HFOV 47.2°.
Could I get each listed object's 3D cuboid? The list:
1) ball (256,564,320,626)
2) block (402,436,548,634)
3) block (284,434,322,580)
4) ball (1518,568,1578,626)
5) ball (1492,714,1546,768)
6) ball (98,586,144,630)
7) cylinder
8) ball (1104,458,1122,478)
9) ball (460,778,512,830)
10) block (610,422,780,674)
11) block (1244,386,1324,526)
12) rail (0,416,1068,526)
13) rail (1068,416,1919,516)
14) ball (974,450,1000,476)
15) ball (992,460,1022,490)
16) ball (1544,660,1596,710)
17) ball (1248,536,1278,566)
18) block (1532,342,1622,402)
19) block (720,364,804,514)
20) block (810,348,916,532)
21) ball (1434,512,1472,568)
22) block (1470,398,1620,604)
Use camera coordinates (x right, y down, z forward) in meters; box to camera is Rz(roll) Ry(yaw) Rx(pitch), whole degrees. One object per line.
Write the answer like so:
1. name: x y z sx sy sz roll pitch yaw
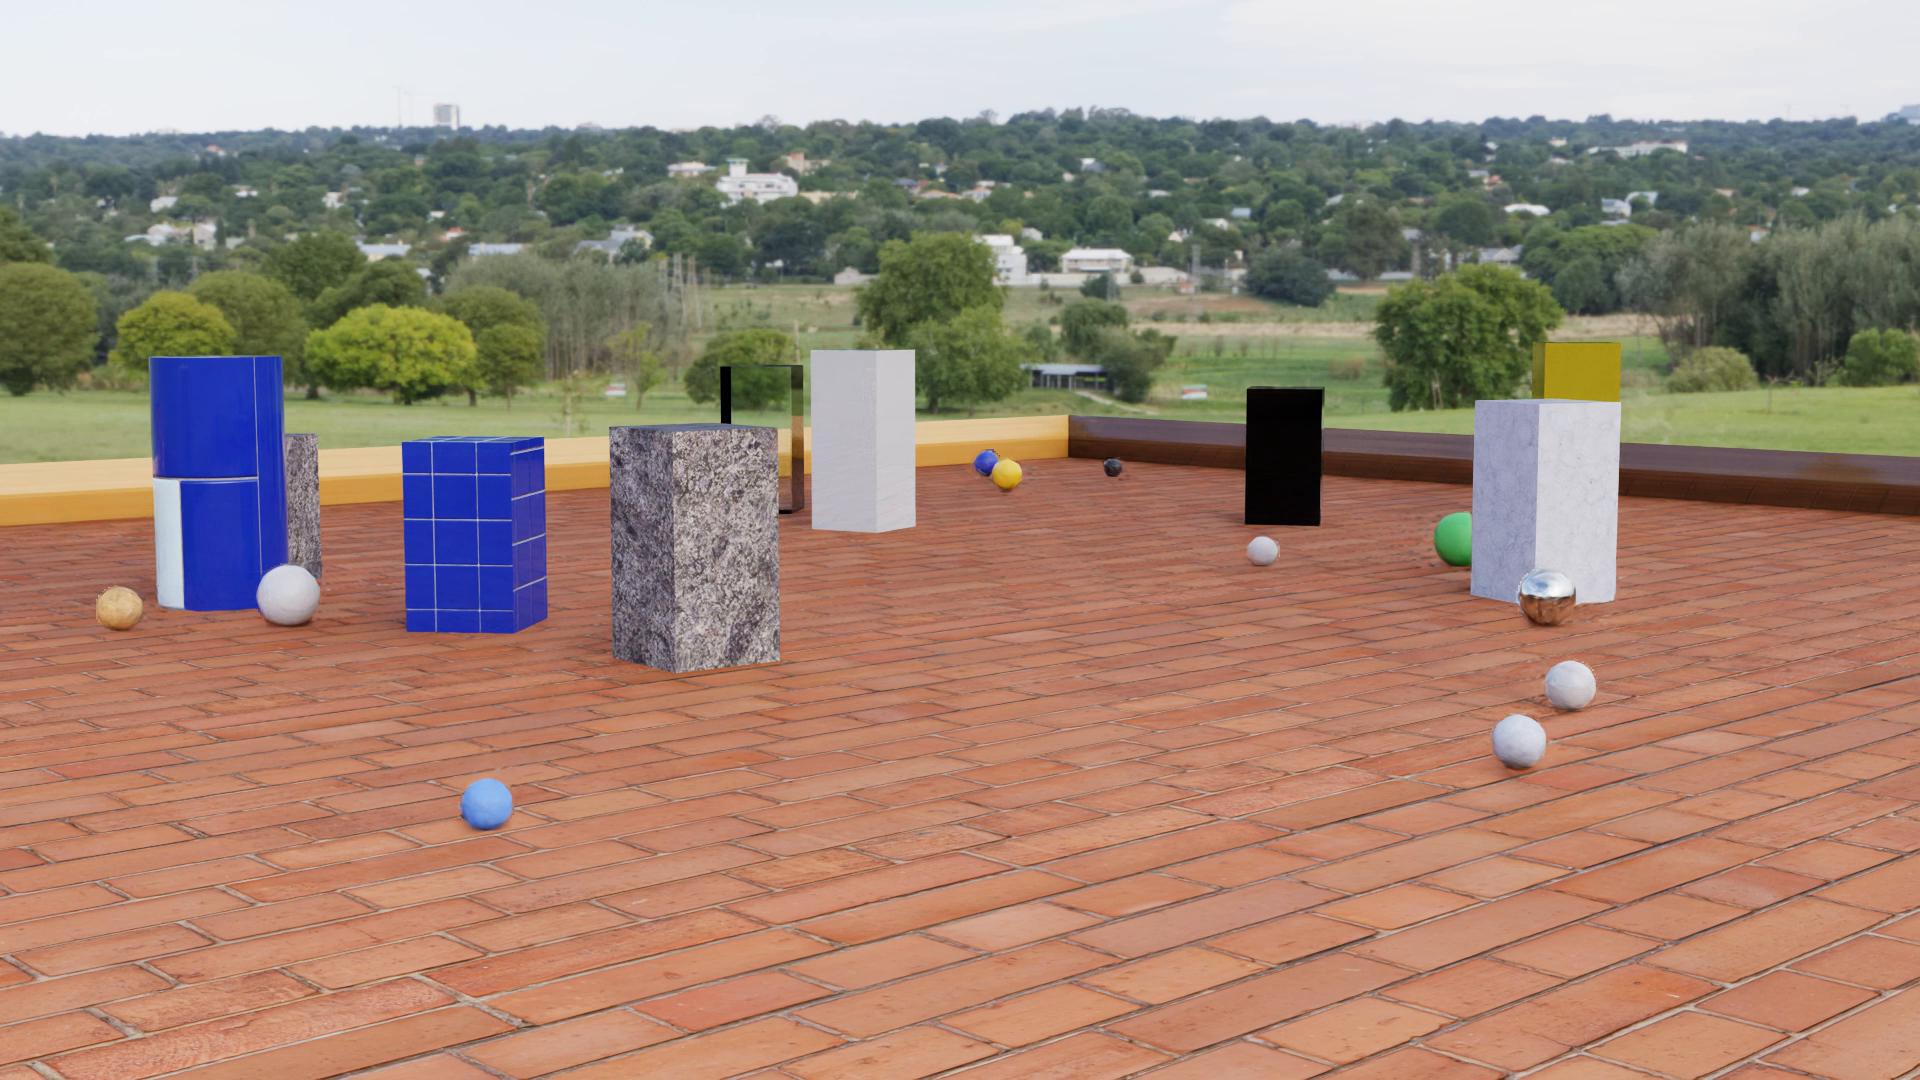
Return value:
1. ball: -0.944 0.078 3.092 0.086 0.086 0.086 0 6 0
2. block: -0.680 -0.011 3.092 0.153 0.262 0.153 1 6 7
3. block: -1.144 -0.049 3.566 0.153 0.240 0.153 1 6 8
4. ball: 0.828 0.080 3.099 0.080 0.080 0.080 0 6 0
5. ball: 0.543 0.196 2.134 0.052 0.052 0.052 0 6 0
6. ball: -1.166 0.095 3.052 0.060 0.060 0.060 0 6 0
7. cylinder: -1.117 -0.090 3.322 0.191 0.373 0.191 0 6 0
8. ball: 0.406 -0.191 5.820 0.050 0.050 0.050 0 6 0
9. ball: -0.405 0.226 1.884 0.044 0.044 0.044 0 6 0
10. block: -0.336 0.005 2.784 0.153 0.296 0.153 -5 8 -39
11. block: 0.678 -0.177 4.588 0.153 0.280 0.153 1 6 11
12. rail: -1.479 -0.135 4.926 4.953 0.124 0.045 -6 8 -42
13. rail: 1.803 -0.142 4.986 0.045 0.124 4.408 -6 8 -42
14. ball: 0.071 -0.204 5.864 0.067 0.067 0.067 0 6 0
15. ball: 0.115 -0.160 5.394 0.076 0.076 0.076 0 6 0
16. ball: 0.678 0.162 2.441 0.055 0.055 0.055 0 6 0
17. ball: 0.524 0.019 3.812 0.052 0.052 0.052 0 6 0
18. block: 1.294 -0.229 4.637 0.153 0.373 0.153 1 6 5
19. block: -0.434 -0.224 4.841 0.153 0.319 0.153 1 6 7
20. block: -0.196 -0.205 4.462 0.153 0.361 0.153 3 7 29
21. ball: 0.865 0.000 3.792 0.095 0.095 0.095 0 6 0
22. block: 0.898 -0.061 3.378 0.153 0.303 0.153 -3 7 -24
